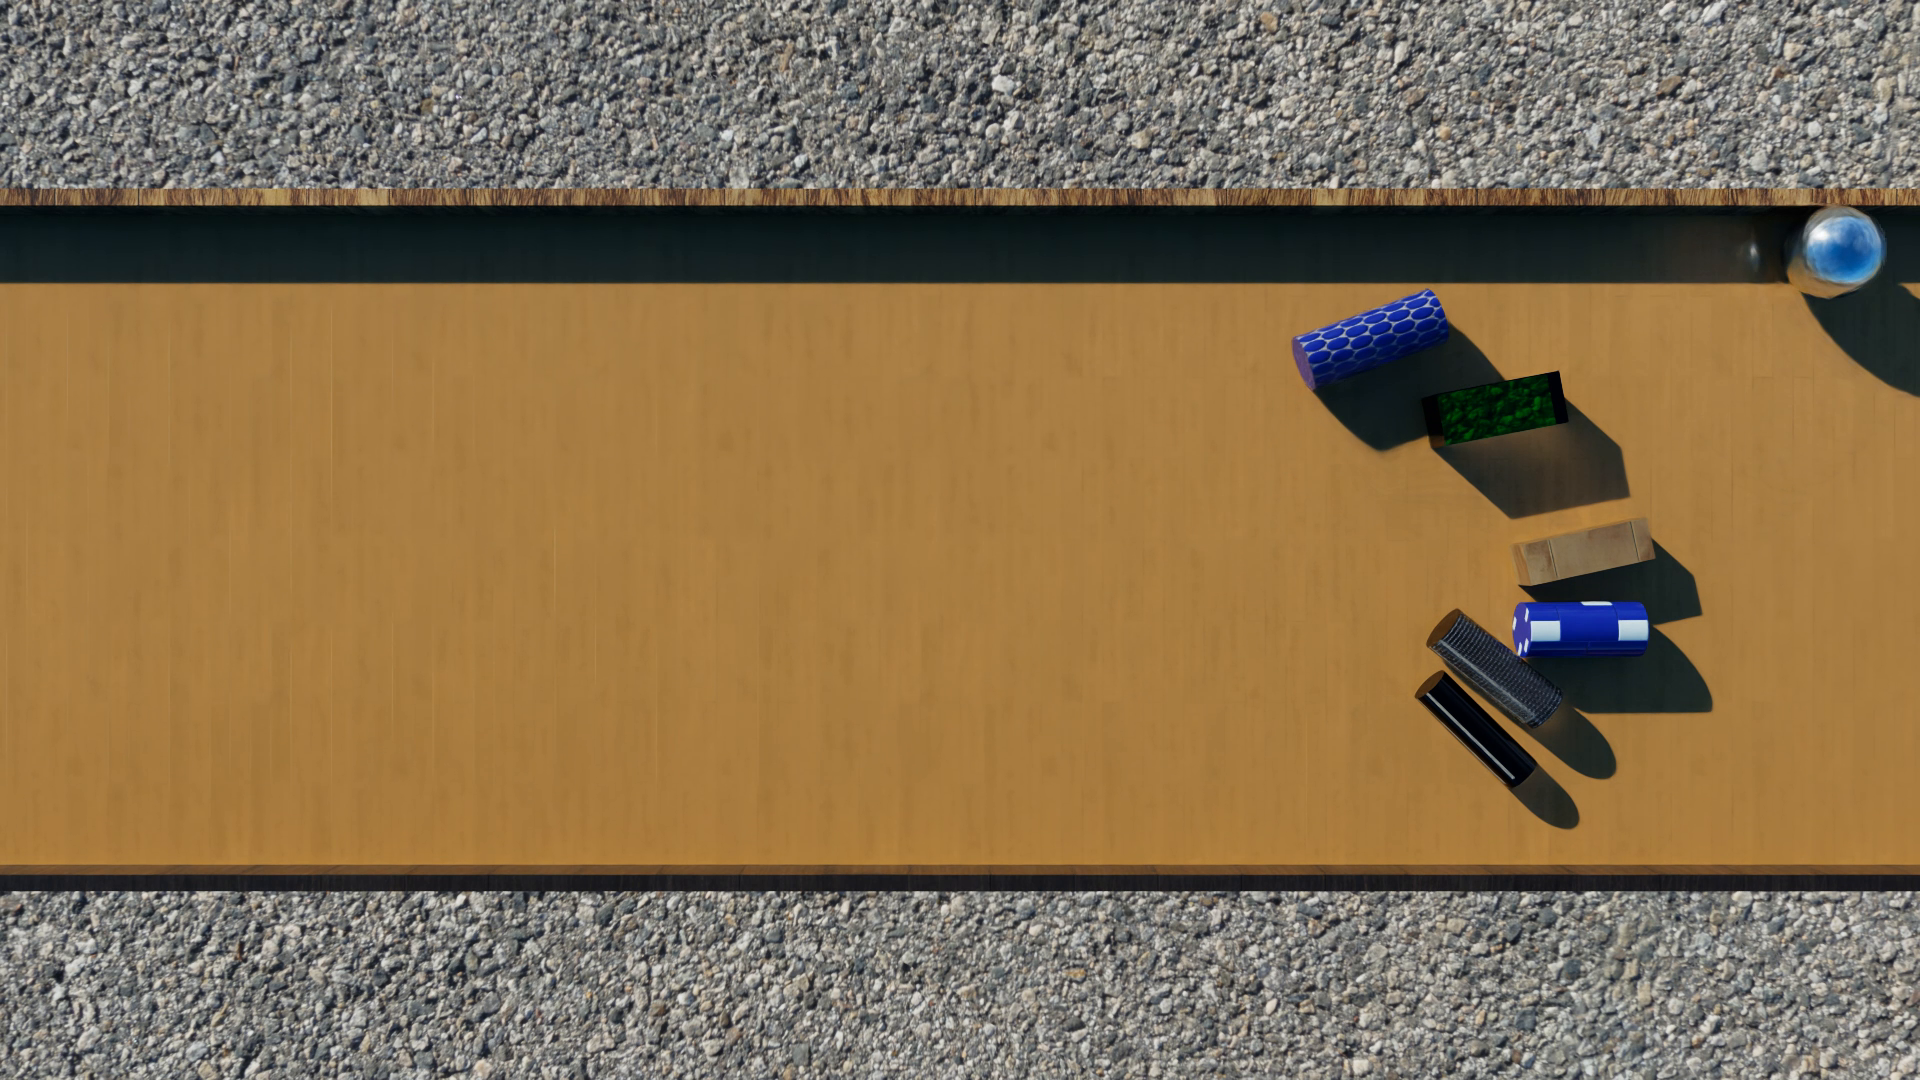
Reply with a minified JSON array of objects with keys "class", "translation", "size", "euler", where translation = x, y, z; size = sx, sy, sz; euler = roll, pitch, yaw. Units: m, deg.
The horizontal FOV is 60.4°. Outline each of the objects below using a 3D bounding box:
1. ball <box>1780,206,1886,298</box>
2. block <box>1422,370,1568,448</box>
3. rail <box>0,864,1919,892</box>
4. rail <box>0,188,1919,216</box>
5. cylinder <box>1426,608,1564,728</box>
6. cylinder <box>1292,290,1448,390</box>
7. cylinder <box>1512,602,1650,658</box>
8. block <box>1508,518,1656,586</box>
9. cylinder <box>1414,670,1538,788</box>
[{"class":"ball","translation":[2.612,-0.862,4.938],"size":[0.277,0.277,0.277],"euler":[0,90,0]},{"class":"block","translation":[1.618,-0.393,4.998],"size":[0.374,0.156,0.156],"euler":[-11,90,0]},{"class":"rail","translation":[-2.247,1.025,5.001],"size":[12.000,0.150,0.050],"euler":[0,90,0]},{"class":"rail","translation":[-2.247,-1.025,5.002],"size":[12.000,0.150,0.050],"euler":[0,90,0]},{"class":"cylinder","translation":[1.620,0.390,5.002],"size":[0.398,0.150,0.150],"euler":[38,90,0]},{"class":"cylinder","translation":[1.240,-0.604,4.992],"size":[0.428,0.168,0.168],"euler":[-20,90,0]},{"class":"cylinder","translation":[1.876,0.271,4.991],"size":[0.351,0.168,0.168],"euler":[-1,90,0]},{"class":"block","translation":[1.888,0.035,5.014],"size":[0.382,0.125,0.125],"euler":[-12,90,0]},{"class":"cylinder","translation":[1.568,0.575,5.016],"size":[0.392,0.121,0.121],"euler":[44,90,0]}]
